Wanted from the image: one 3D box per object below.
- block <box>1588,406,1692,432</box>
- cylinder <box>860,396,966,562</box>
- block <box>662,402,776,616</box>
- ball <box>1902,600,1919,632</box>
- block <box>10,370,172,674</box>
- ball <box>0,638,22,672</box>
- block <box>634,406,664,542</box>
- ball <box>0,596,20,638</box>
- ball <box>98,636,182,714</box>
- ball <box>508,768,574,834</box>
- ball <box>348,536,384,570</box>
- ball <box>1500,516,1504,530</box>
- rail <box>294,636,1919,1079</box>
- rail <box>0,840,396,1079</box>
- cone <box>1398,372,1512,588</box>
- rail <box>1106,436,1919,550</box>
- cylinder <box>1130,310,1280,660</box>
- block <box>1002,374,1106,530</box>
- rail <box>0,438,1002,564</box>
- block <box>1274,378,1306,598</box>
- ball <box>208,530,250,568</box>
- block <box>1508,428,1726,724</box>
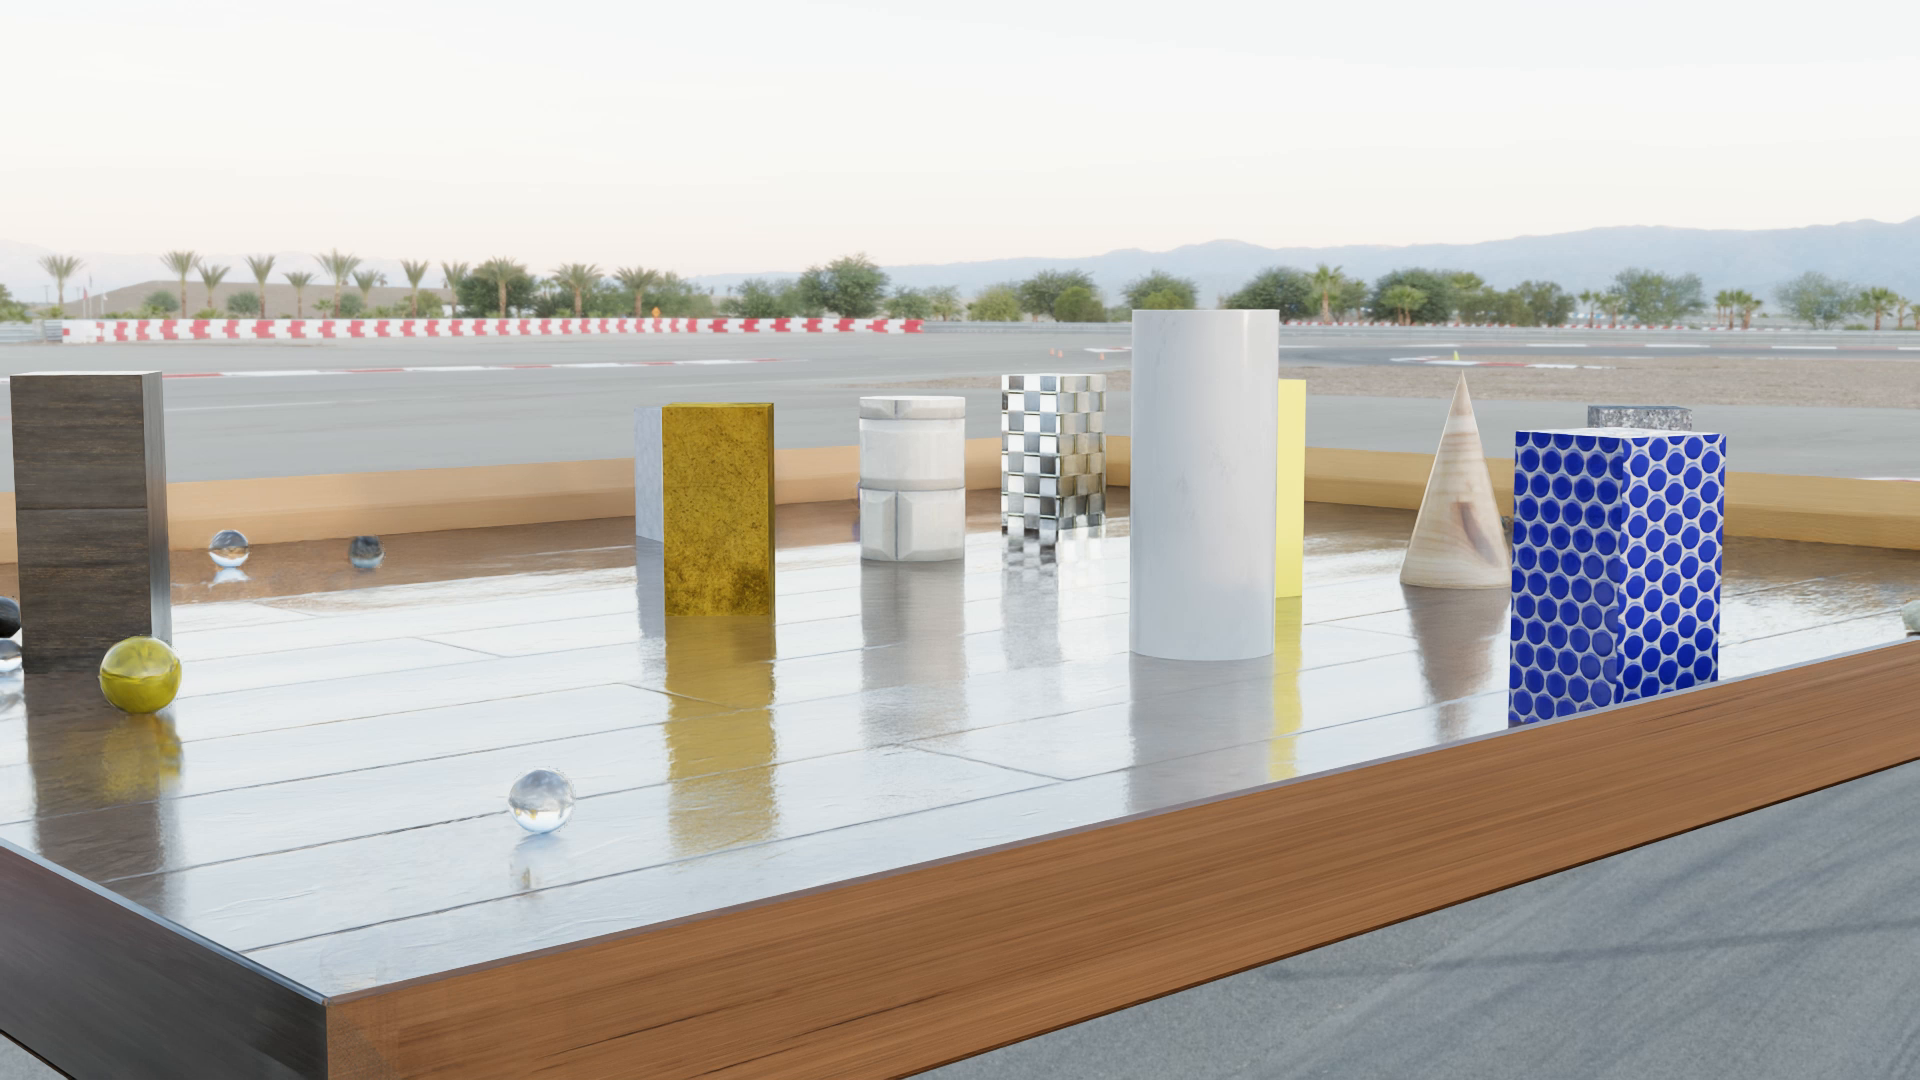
[{"bbox_3d":[1.175,-0.094,3.821,0.151,0.272,0.151,1,6,8],"label":"block"},{"bbox_3d":[-0.085,-0.113,3.947,0.189,0.284,0.189,0,6,0],"label":"cylinder"},{"bbox_3d":[-0.354,-0.049,3.251,0.151,0.302,0.151,0,6,-1],"label":"block"},{"bbox_3d":[1.321,0.105,3.032,0.044,0.044,0.044,0,6,0],"label":"ball"},{"bbox_3d":[-1.084,-0.027,2.753,0.151,0.364,0.151,-1,6,-11],"label":"block"},{"bbox_3d":[-1.164,0.140,2.680,0.041,0.041,0.041,0,6,0],"label":"ball"},{"bbox_3d":[-0.535,-0.132,4.280,0.151,0.251,0.151,-3,7,-28],"label":"block"},{"bbox_3d":[-1.290,0.105,2.955,0.058,0.058,0.058,0,6,0],"label":"ball"},{"bbox_3d":[-0.899,0.148,2.412,0.086,0.086,0.086,0,6,0],"label":"ball"},{"bbox_3d":[-0.356,0.222,1.869,0.055,0.055,0.055,0,6,0],"label":"ball"},{"bbox_3d":[-1.015,0.021,3.758,0.057,0.057,0.057,0,6,0],"label":"ball"},{"bbox_3d":[1.047,-0.030,4.313,0.043,0.043,0.043,0,6,0],"label":"ball"},{"bbox_3d":[1.004,0.146,2.250,3.576,0.123,0.045,-6,8,-42],"label":"rail"},{"bbox_3d":[-1.297,0.158,2.142,0.045,0.123,3.008,-6,8,-42],"label":"rail"},{"bbox_3d":[0.812,-0.105,3.572,0.189,0.346,0.189,0,6,0],"label":"cone"},{"bbox_3d":[1.297,-0.094,4.522,0.045,0.123,3.008,-6,8,-42],"label":"rail"},{"bbox_3d":[0.316,-0.077,2.856,0.189,0.442,0.189,0,6,0],"label":"cylinder"},{"bbox_3d":[0.192,-0.183,4.498,0.151,0.308,0.151,5,8,41],"label":"block"},{"bbox_3d":[-1.004,-0.082,4.414,3.576,0.123,0.045,-6,8,-42],"label":"rail"},{"bbox_3d":[0.429,-0.083,3.427,0.151,0.334,0.151,-3,7,-27],"label":"block"},{"bbox_3d":[-1.254,0.015,3.773,0.067,0.067,0.067,0,6,0],"label":"ball"},{"bbox_3d":[0.699,0.041,2.347,0.151,0.313,0.151,-4,7,-30],"label":"block"}]
